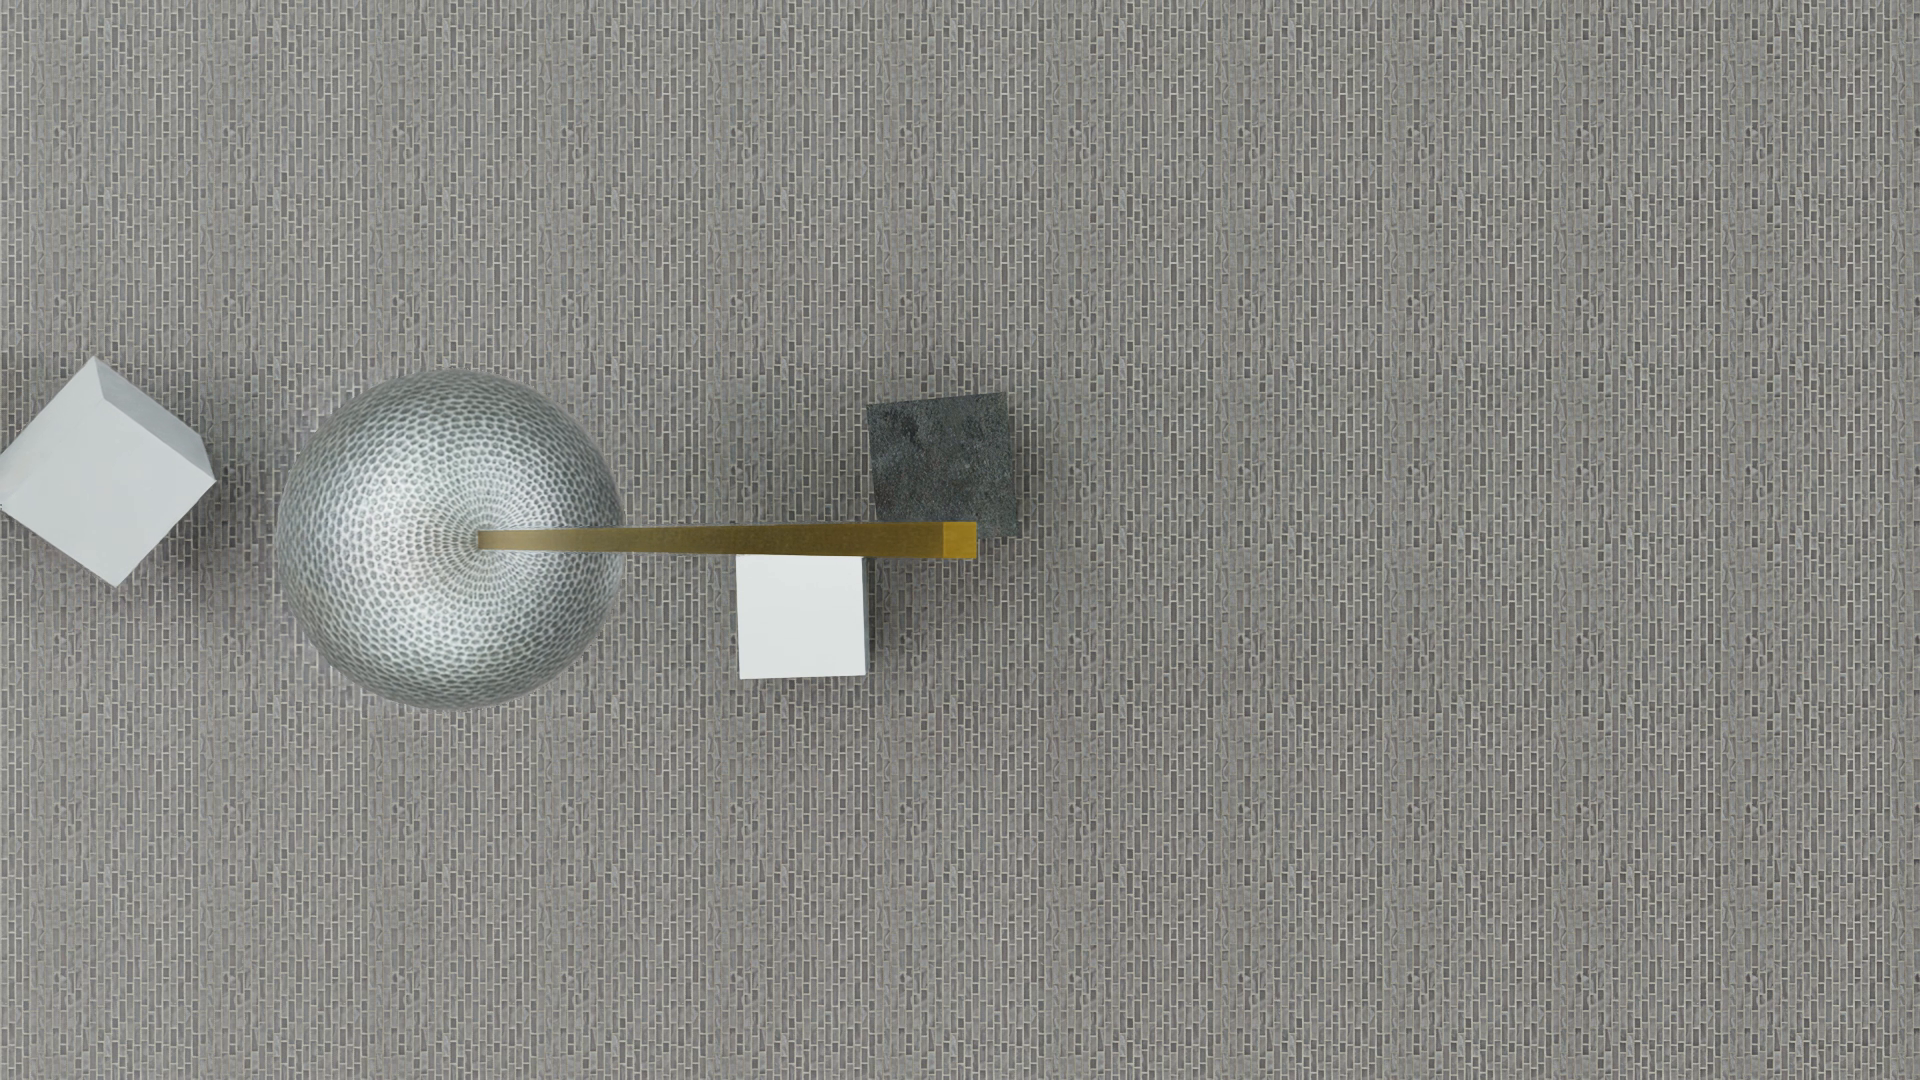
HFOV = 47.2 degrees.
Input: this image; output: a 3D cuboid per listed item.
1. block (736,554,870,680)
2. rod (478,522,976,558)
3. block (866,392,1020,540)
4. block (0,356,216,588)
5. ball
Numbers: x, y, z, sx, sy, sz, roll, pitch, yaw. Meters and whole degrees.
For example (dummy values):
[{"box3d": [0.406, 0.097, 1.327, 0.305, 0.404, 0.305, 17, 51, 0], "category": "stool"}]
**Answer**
[{"box3d": [-0.894, 0.420, 12.663, 0.703, 0.673, 0.696, -2, 90, 0], "category": "block"}, {"box3d": [-1.029, 0.000, 7.188, 0.080, 5.200, 0.080, 0, 90, -23], "category": "rod"}, {"box3d": [-0.097, -0.392, 12.652, 0.787, 0.695, 0.808, -5, 90, 0], "category": "block"}, {"box3d": [-4.850, -0.392, 12.473, 0.822, 0.759, 0.767, -47, 123, 0], "category": "block"}, {"box3d": [-2.375, 0.000, 10.311, 1.600, 1.600, 1.600, 0, 90, 0], "category": "ball"}]
